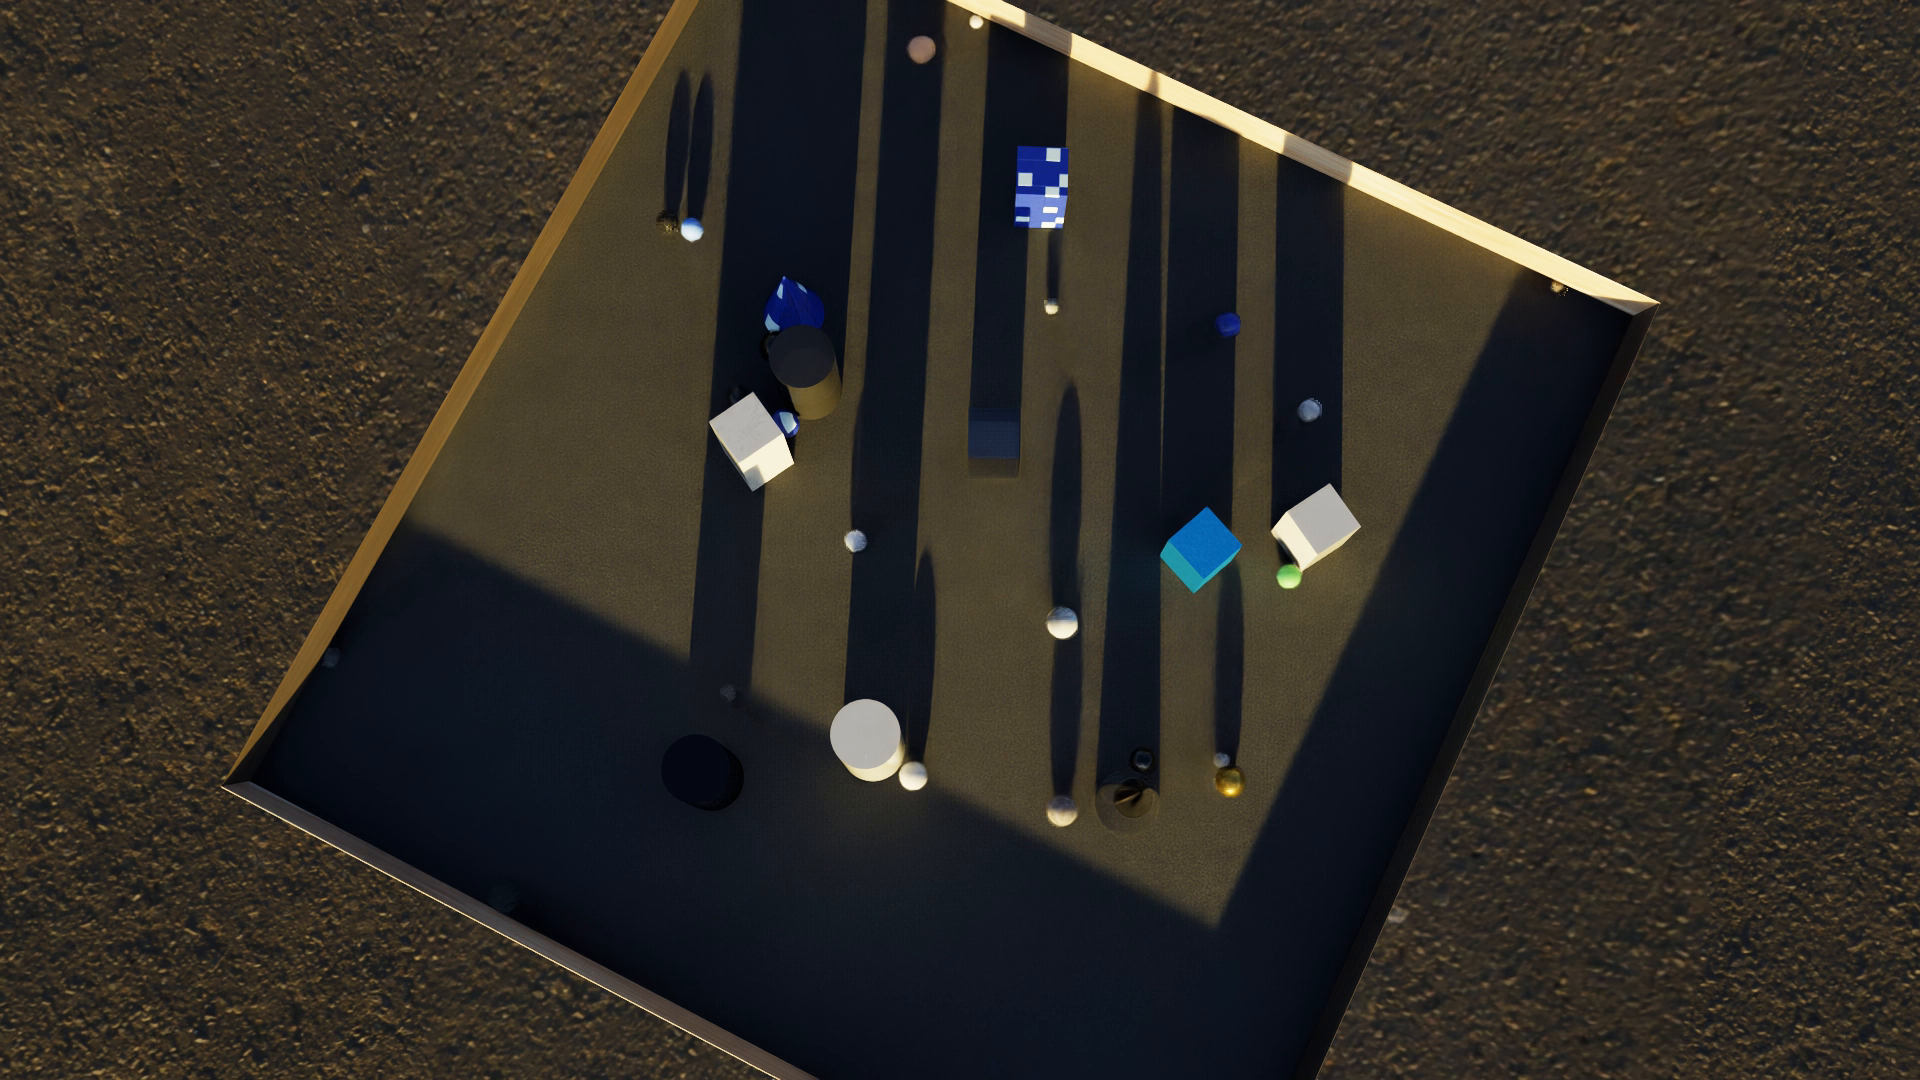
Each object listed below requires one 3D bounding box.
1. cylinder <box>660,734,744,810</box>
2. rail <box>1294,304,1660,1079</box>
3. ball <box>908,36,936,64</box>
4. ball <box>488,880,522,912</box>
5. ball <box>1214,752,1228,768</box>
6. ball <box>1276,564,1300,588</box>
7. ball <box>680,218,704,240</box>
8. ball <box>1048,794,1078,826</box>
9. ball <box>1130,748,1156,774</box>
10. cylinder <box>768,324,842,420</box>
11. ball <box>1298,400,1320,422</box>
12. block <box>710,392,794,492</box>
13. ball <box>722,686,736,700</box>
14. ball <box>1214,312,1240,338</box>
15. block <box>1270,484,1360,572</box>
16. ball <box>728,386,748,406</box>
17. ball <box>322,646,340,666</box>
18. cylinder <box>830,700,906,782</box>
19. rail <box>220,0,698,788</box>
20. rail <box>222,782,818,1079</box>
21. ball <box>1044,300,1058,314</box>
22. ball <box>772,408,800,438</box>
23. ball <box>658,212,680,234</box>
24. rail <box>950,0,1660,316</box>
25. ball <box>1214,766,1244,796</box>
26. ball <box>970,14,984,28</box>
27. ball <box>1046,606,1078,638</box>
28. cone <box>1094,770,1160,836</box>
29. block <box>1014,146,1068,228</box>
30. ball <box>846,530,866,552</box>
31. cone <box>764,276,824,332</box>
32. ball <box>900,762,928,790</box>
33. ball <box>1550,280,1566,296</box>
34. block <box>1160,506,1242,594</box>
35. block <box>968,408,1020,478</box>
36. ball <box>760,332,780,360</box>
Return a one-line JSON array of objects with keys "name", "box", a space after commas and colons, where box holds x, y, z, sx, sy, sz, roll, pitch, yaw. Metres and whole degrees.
[{"name": "cylinder", "box": [-0.741, 0.676, 5.299, 0.194, 0.347, 0.194, 0, 78, 0]}, {"name": "rail", "box": [1.408, 0.696, 5.407, 0.045, 0.126, 3.253, 26, 80, 5]}, {"name": "ball", "box": [-0.122, -1.579, 5.898, 0.089, 0.089, 0.089, 0, 78, 0]}, {"name": "ball", "box": [-1.331, 1.039, 5.353, 0.095, 0.095, 0.095, 0, 78, 0]}, {"name": "ball", "box": [0.778, 0.656, 5.457, 0.046, 0.046, 0.046, 0, 78, 0]}, {"name": "ball", "box": [0.997, 0.109, 5.557, 0.073, 0.073, 0.073, 0, 78, 0]}, {"name": "ball", "box": [-0.846, -0.979, 5.783, 0.071, 0.071, 0.071, 0, 78, 0]}, {"name": "ball", "box": [0.303, 0.797, 5.405, 0.092, 0.092, 0.092, 0, 78, 0]}, {"name": "ball", "box": [0.541, 0.654, 5.442, 0.078, 0.078, 0.078, 0, 78, 0]}, {"name": "cylinder", "box": [-0.464, -0.504, 5.543, 0.194, 0.348, 0.194, 0, 78, 0]}, {"name": "ball", "box": [1.078, -0.398, 5.664, 0.068, 0.068, 0.068, 0, 78, 0]}, {"name": "block", "box": [-0.621, -0.291, 5.495, 0.155, 0.355, 0.155, -35, 80, -7]}, {"name": "ball", "box": [-0.695, 0.460, 5.499, 0.044, 0.044, 0.044, 0, 78, 0]}, {"name": "ball", "box": [0.832, -0.670, 5.716, 0.077, 0.077, 0.077, 0, 78, 0]}, {"name": "block", "box": [1.061, -0.033, 5.481, 0.155, 0.278, 0.155, -33, 80, -6]}, {"name": "ball", "box": [-0.686, -0.442, 5.673, 0.069, 0.069, 0.069, 0, 78, 0]}, {"name": "ball", "box": [-1.893, 0.349, 5.516, 0.056, 0.056, 0.056, 0, 78, 0]}, {"name": "cylinder", "box": [-0.261, 0.580, 5.267, 0.194, 0.449, 0.194, 0, 78, 0]}, {"name": "rail", "box": [-1.408, -0.683, 5.692, 0.045, 0.126, 3.253, 26, 80, 5]}, {"name": "rail", "box": [-0.717, 1.410, 5.259, 3.195, 0.126, 0.045, 26, 80, 5]}, {"name": "ball", "box": [0.288, -0.730, 5.745, 0.044, 0.044, 0.044, 0, 78, 0]}, {"name": "ball", "box": [-0.539, -0.359, 5.644, 0.092, 0.092, 0.092, 0, 78, 0]}, {"name": "ball", "box": [-0.920, -1.003, 5.788, 0.070, 0.070, 0.070, 0, 78, 0]}, {"name": "rail", "box": [0.717, -1.397, 5.840, 3.195, 0.126, 0.045, 26, 80, 5]}, {"name": "ball", "box": [0.797, 0.714, 5.424, 0.087, 0.087, 0.087, 0, 78, 0]}, {"name": "ball", "box": [0.053, -1.682, 5.942, 0.044, 0.044, 0.044, 0, 78, 0]}, {"name": "ball", "box": [0.308, 0.248, 5.517, 0.095, 0.095, 0.095, 0, 78, 0]}, {"name": "cone", "box": [0.498, 0.733, 5.225, 0.194, 0.470, 0.194, 0, 78, 0]}, {"name": "block", "box": [0.251, -1.095, 5.706, 0.155, 0.270, 0.155, 2, 78, 0]}, {"name": "ball", "box": [-0.316, 0.003, 5.583, 0.065, 0.065, 0.065, 0, 78, 0]}, {"name": "cone", "box": [-0.522, -0.747, 5.596, 0.194, 0.342, 0.194, 0, 78, 0]}, {"name": "ball", "box": [-0.138, 0.698, 5.429, 0.085, 0.085, 0.085, 0, 78, 0]}, {"name": "ball", "box": [1.876, -0.793, 5.756, 0.048, 0.048, 0.048, 0, 78, 0]}, {"name": "block", "box": [0.719, 0.032, 5.488, 0.155, 0.240, 0.155, -40, 81, -8]}, {"name": "block", "box": [0.102, -0.291, 5.548, 0.155, 0.252, 0.155, 1, 78, 0]}, {"name": "ball", "box": [-0.571, -0.600, 5.691, 0.097, 0.097, 0.097, 0, 78, 0]}]
